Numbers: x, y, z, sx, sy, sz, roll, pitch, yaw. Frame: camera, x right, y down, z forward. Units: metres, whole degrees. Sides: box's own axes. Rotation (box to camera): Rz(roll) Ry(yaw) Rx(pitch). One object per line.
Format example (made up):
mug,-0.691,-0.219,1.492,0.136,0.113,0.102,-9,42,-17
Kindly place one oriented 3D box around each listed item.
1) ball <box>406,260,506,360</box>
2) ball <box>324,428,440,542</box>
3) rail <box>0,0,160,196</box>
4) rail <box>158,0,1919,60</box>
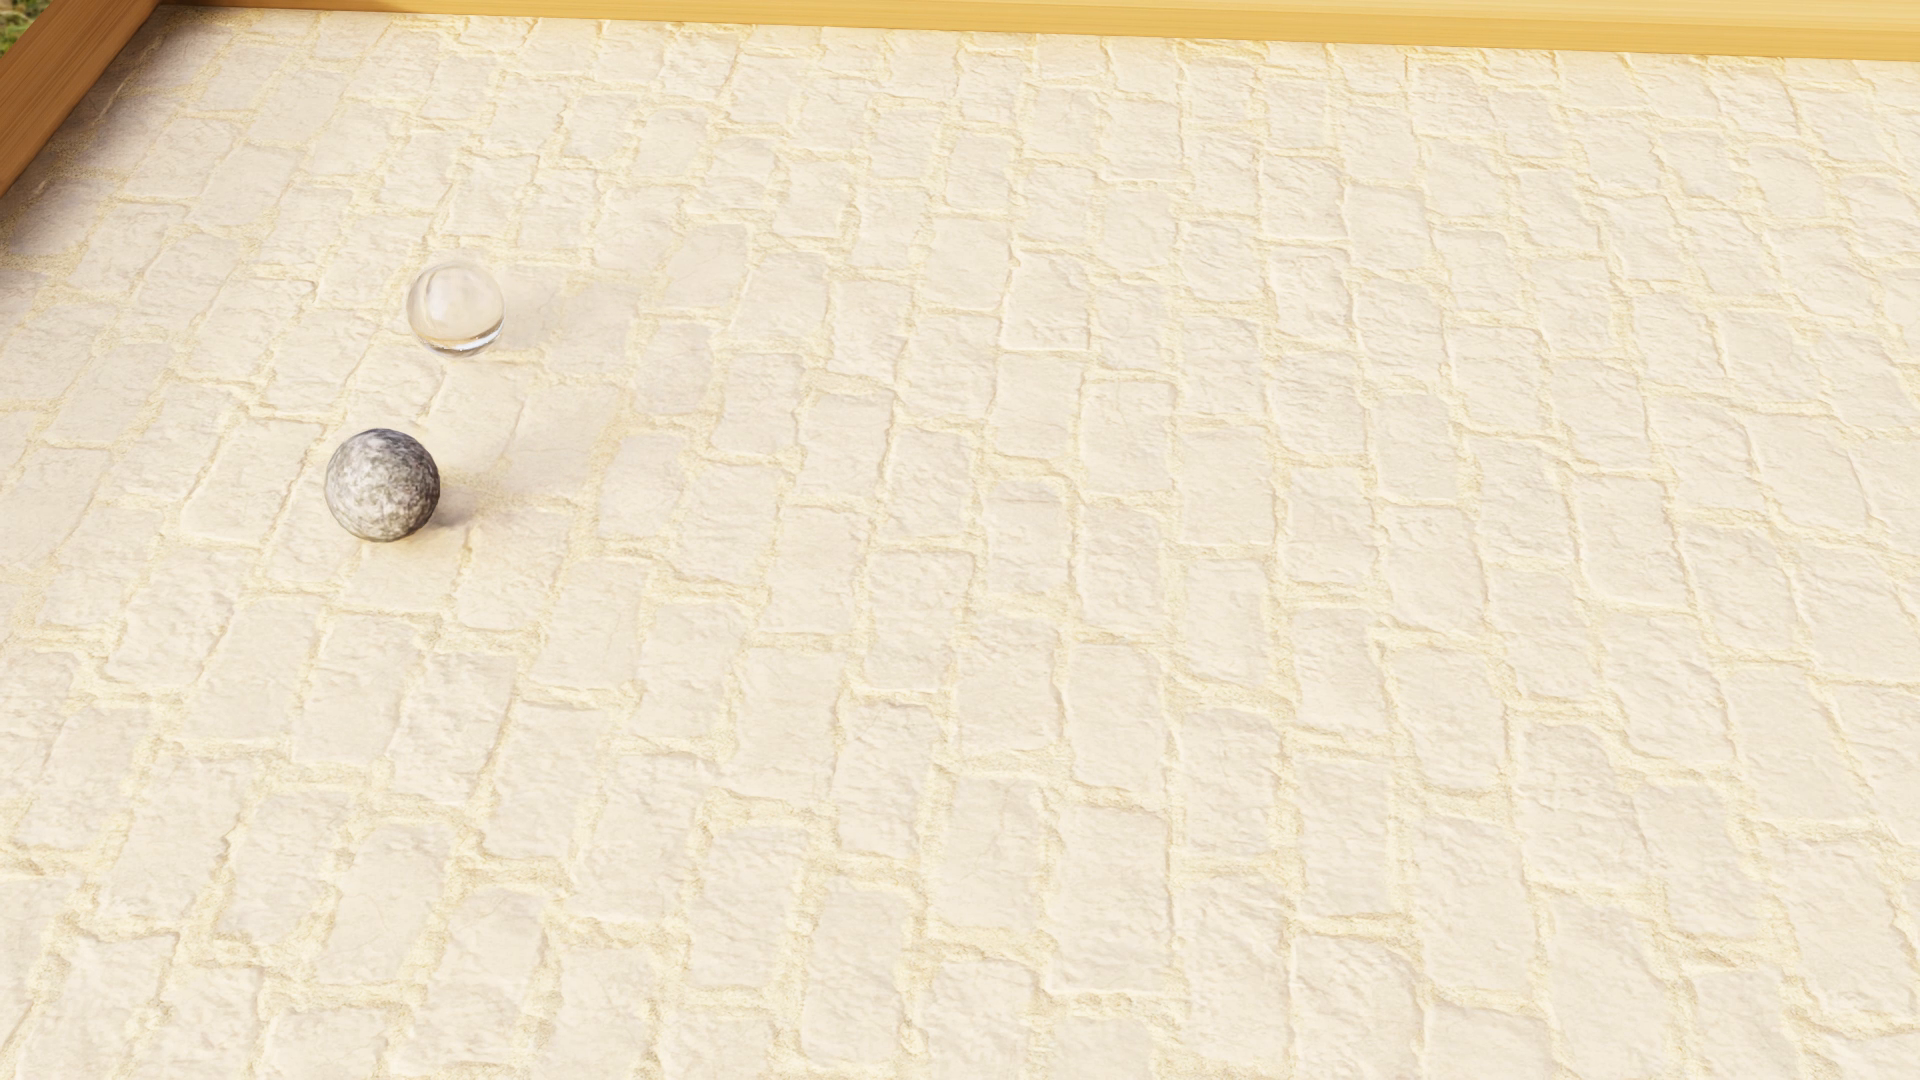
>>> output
ball,-0.395,-0.180,2.012,0.077,0.077,0.077,0,35,0
ball,-0.407,-0.038,1.809,0.081,0.081,0.081,0,35,0
rail,-0.857,-0.050,1.802,0.045,0.105,1.850,3,35,4
rail,0.950,-0.492,2.426,3.531,0.105,0.045,3,35,4
